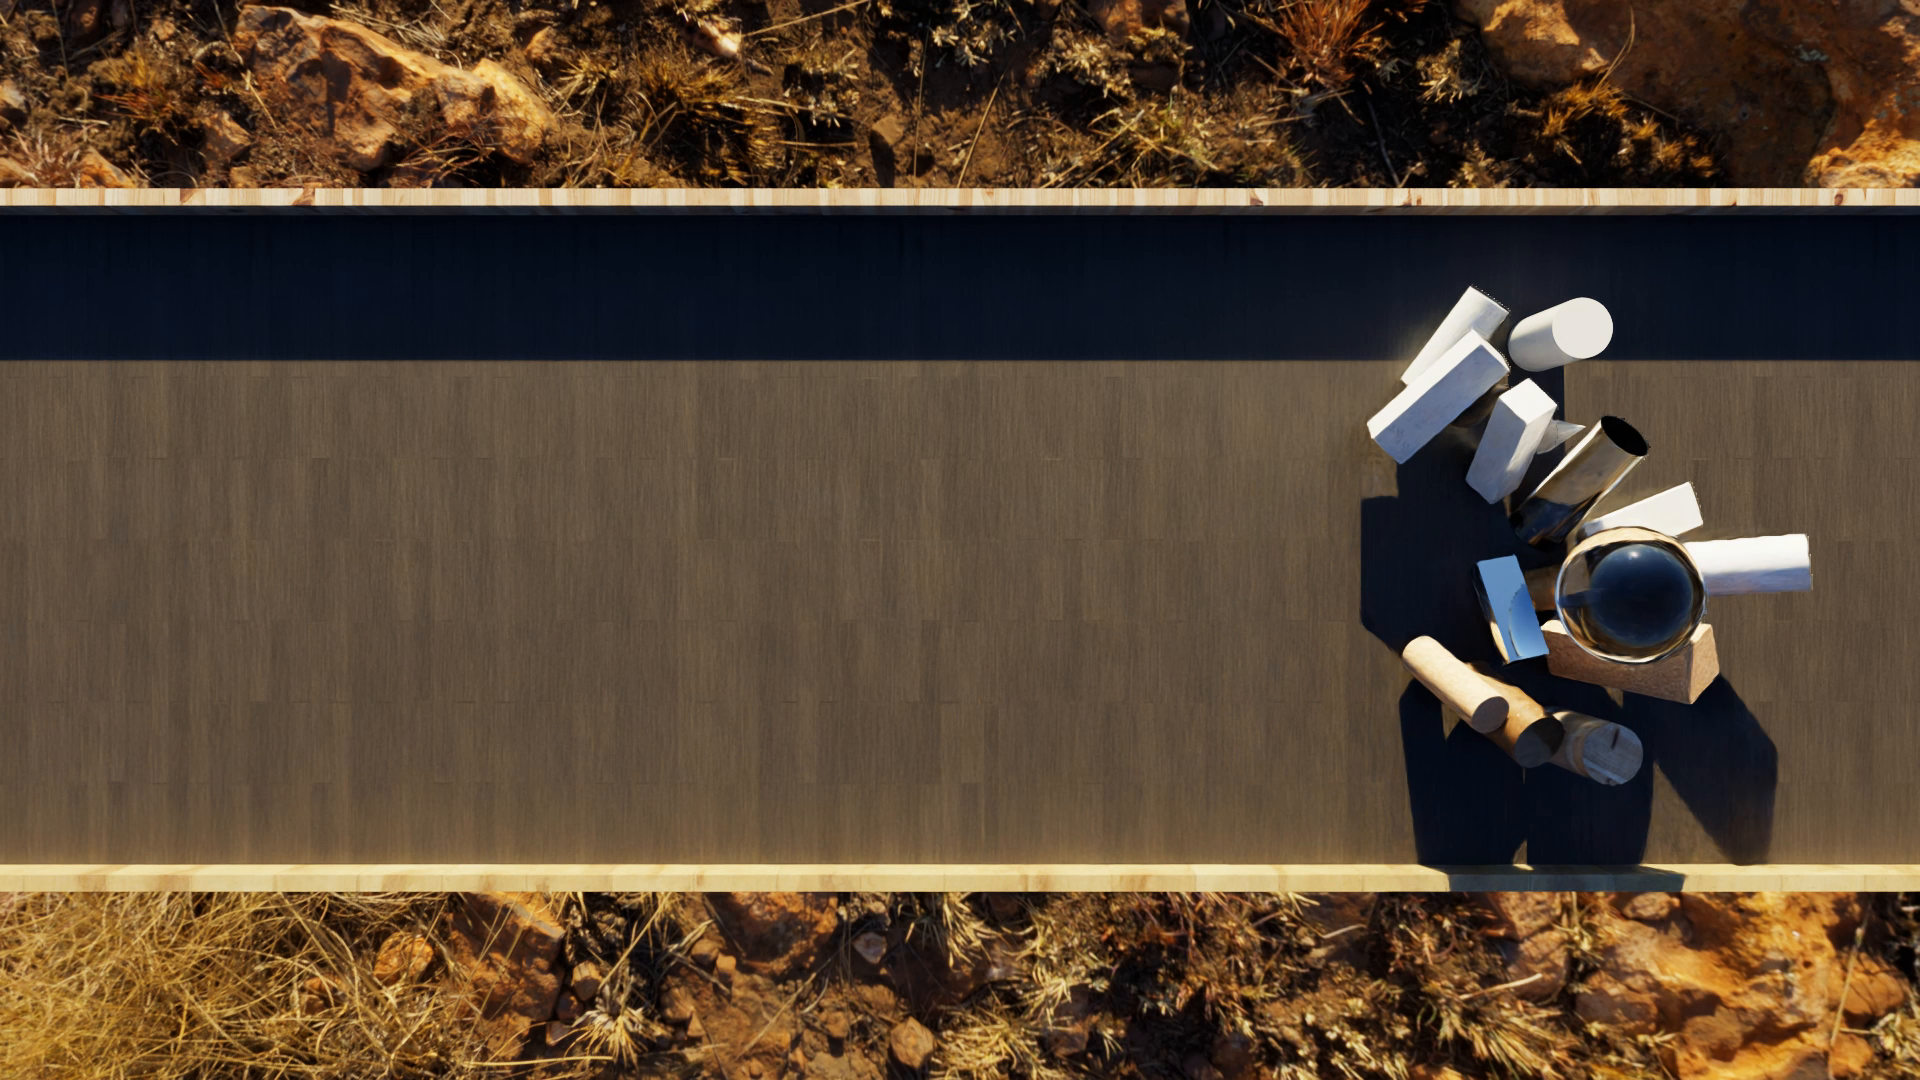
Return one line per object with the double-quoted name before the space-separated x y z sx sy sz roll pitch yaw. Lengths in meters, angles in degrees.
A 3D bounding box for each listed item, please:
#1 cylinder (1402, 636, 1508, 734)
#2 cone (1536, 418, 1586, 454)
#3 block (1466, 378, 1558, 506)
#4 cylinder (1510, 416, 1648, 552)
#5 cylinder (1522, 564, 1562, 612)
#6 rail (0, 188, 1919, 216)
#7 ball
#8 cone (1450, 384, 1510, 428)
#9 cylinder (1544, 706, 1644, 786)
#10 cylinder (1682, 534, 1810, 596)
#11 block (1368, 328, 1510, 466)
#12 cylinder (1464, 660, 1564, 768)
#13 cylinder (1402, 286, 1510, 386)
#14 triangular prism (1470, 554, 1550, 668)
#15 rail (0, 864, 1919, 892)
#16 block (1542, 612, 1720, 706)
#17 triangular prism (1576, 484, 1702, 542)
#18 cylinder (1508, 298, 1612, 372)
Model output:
"cylinder" 1.464 0.425 4.889 0.124 0.365 0.124 -9 118 -17
"cone" 1.787 -0.323 4.891 0.114 0.372 0.114 0 90 0
"block" 1.616 -0.283 4.852 0.114 0.431 0.114 -31 62 -15
"cylinder" 1.825 -0.162 4.878 0.159 0.159 0.425 32 131 0
"cylinder" 1.901 0.115 4.920 0.442 0.132 0.132 -14 90 26
"rail" -2.247 -1.025 5.002 12.000 0.150 0.050 0 90 0
"ball" 1.861 0.154 4.585 0.390 0.390 0.390 0 90 0
"cone" 1.556 -0.429 4.877 0.170 0.393 0.170 0 90 -2
"cylinder" 1.829 0.599 4.856 0.173 0.434 0.173 0 91 -2
"cylinder" 2.271 0.082 4.904 0.449 0.163 0.163 -6 90 26
"block" 1.410 -0.421 4.878 0.124 0.124 0.412 40 114 -14
"cylinder" 1.611 0.512 4.889 0.170 0.335 0.170 -9 118 -17
"cylinder" 1.486 -0.583 4.956 0.139 0.139 0.334 34 109 0
"triangular prism" 1.617 0.213 4.919 0.148 0.128 0.310 -24 74 34
"rail" -2.247 1.025 5.001 12.000 0.150 0.050 0 90 0
"block" 1.956 0.324 4.831 0.166 0.443 0.166 -36 118 -29
"triangular prism" 2.040 -0.069 4.966 0.331 0.140 0.122 -23 134 6
"cylinder" 1.771 -0.603 4.885 0.172 0.383 0.172 0 90 0
